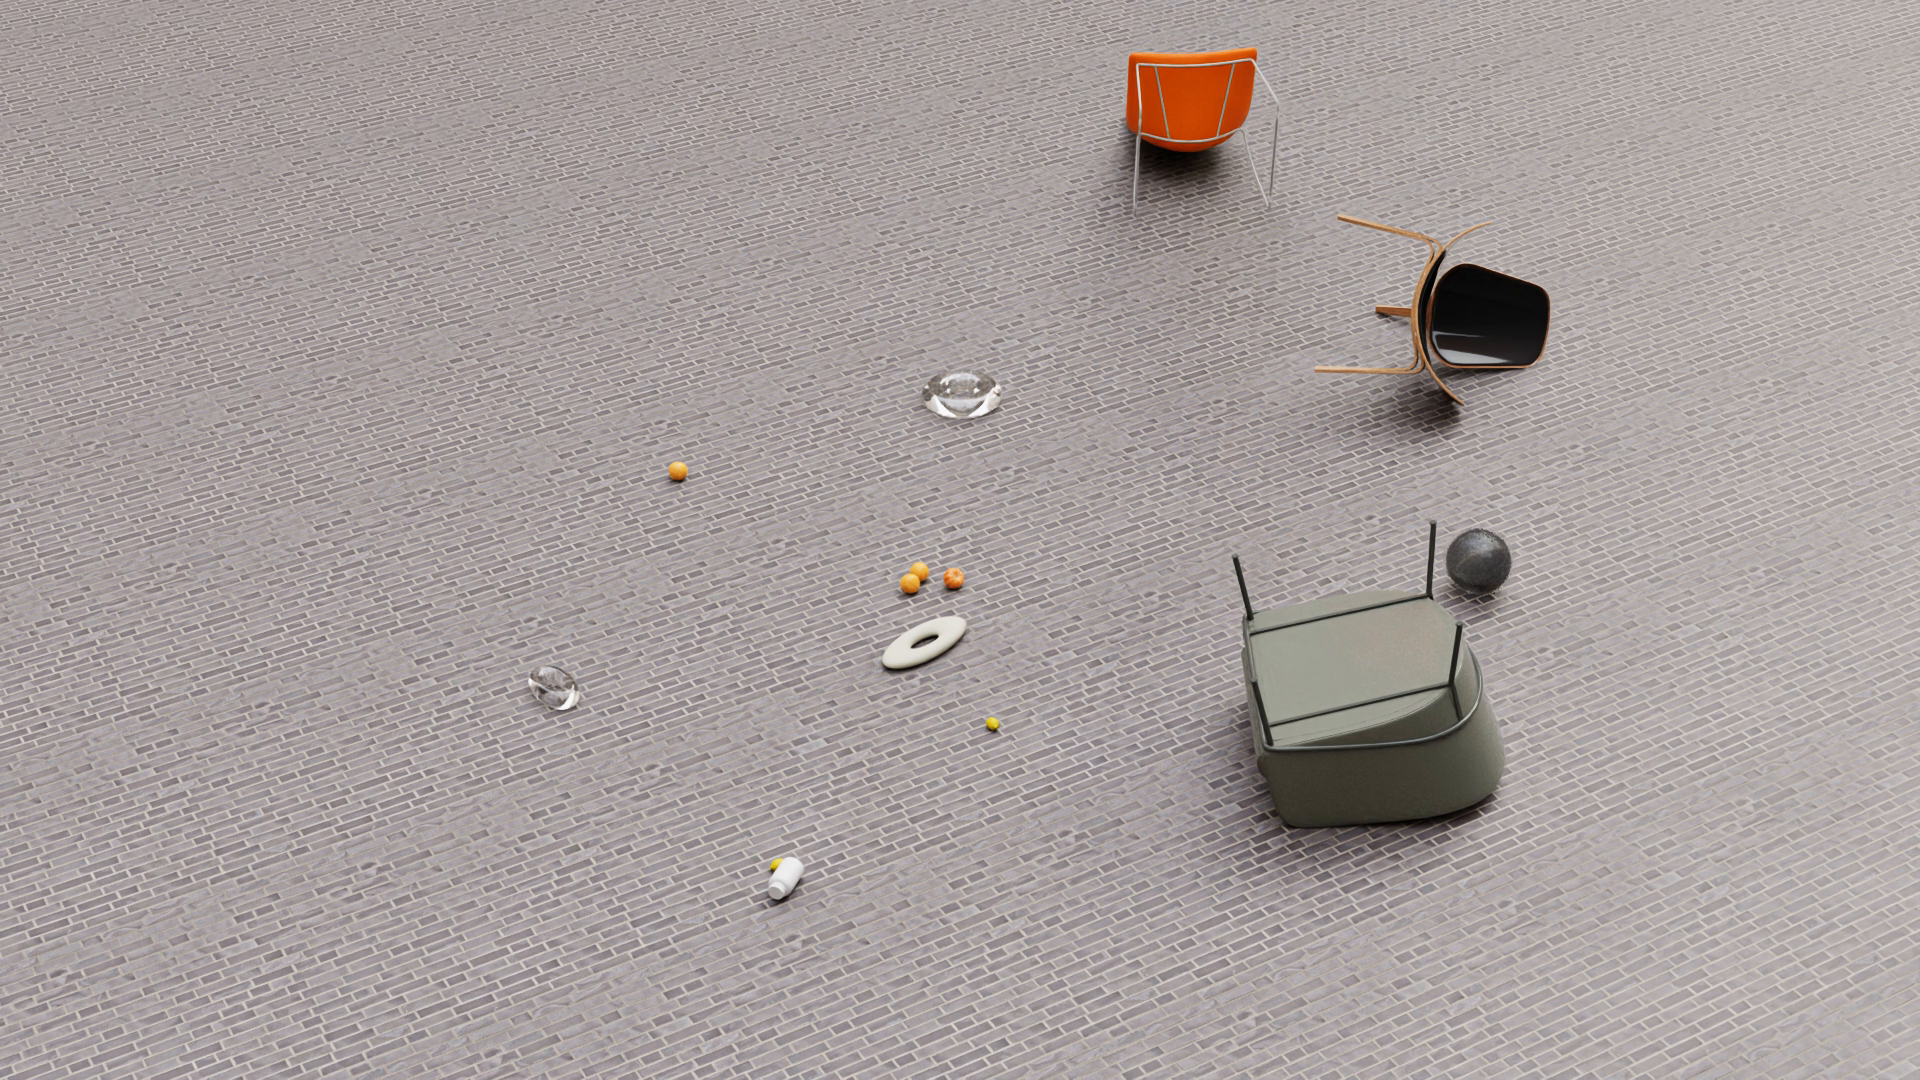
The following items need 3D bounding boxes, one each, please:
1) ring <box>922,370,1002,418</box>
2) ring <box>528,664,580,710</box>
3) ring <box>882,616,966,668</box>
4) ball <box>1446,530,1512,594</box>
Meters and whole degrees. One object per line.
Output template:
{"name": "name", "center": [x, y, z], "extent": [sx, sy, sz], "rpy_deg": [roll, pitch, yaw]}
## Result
{"name": "ring", "center": [0.008, -0.586, 11.759], "extent": [0.324, 0.084, 0.328], "rpy_deg": [11, 34, 18]}
{"name": "ring", "center": [-1.400, 0.507, 10.113], "extent": [0.146, 0.069, 0.239], "rpy_deg": [-25, 41, -30]}
{"name": "ring", "center": [-0.124, 0.361, 10.353], "extent": [0.168, 0.048, 0.387], "rpy_deg": [28, 43, 37]}
{"name": "ball", "center": [1.877, 0.078, 10.611], "extent": [0.236, 0.236, 0.236], "rpy_deg": [0, 33, 0]}
